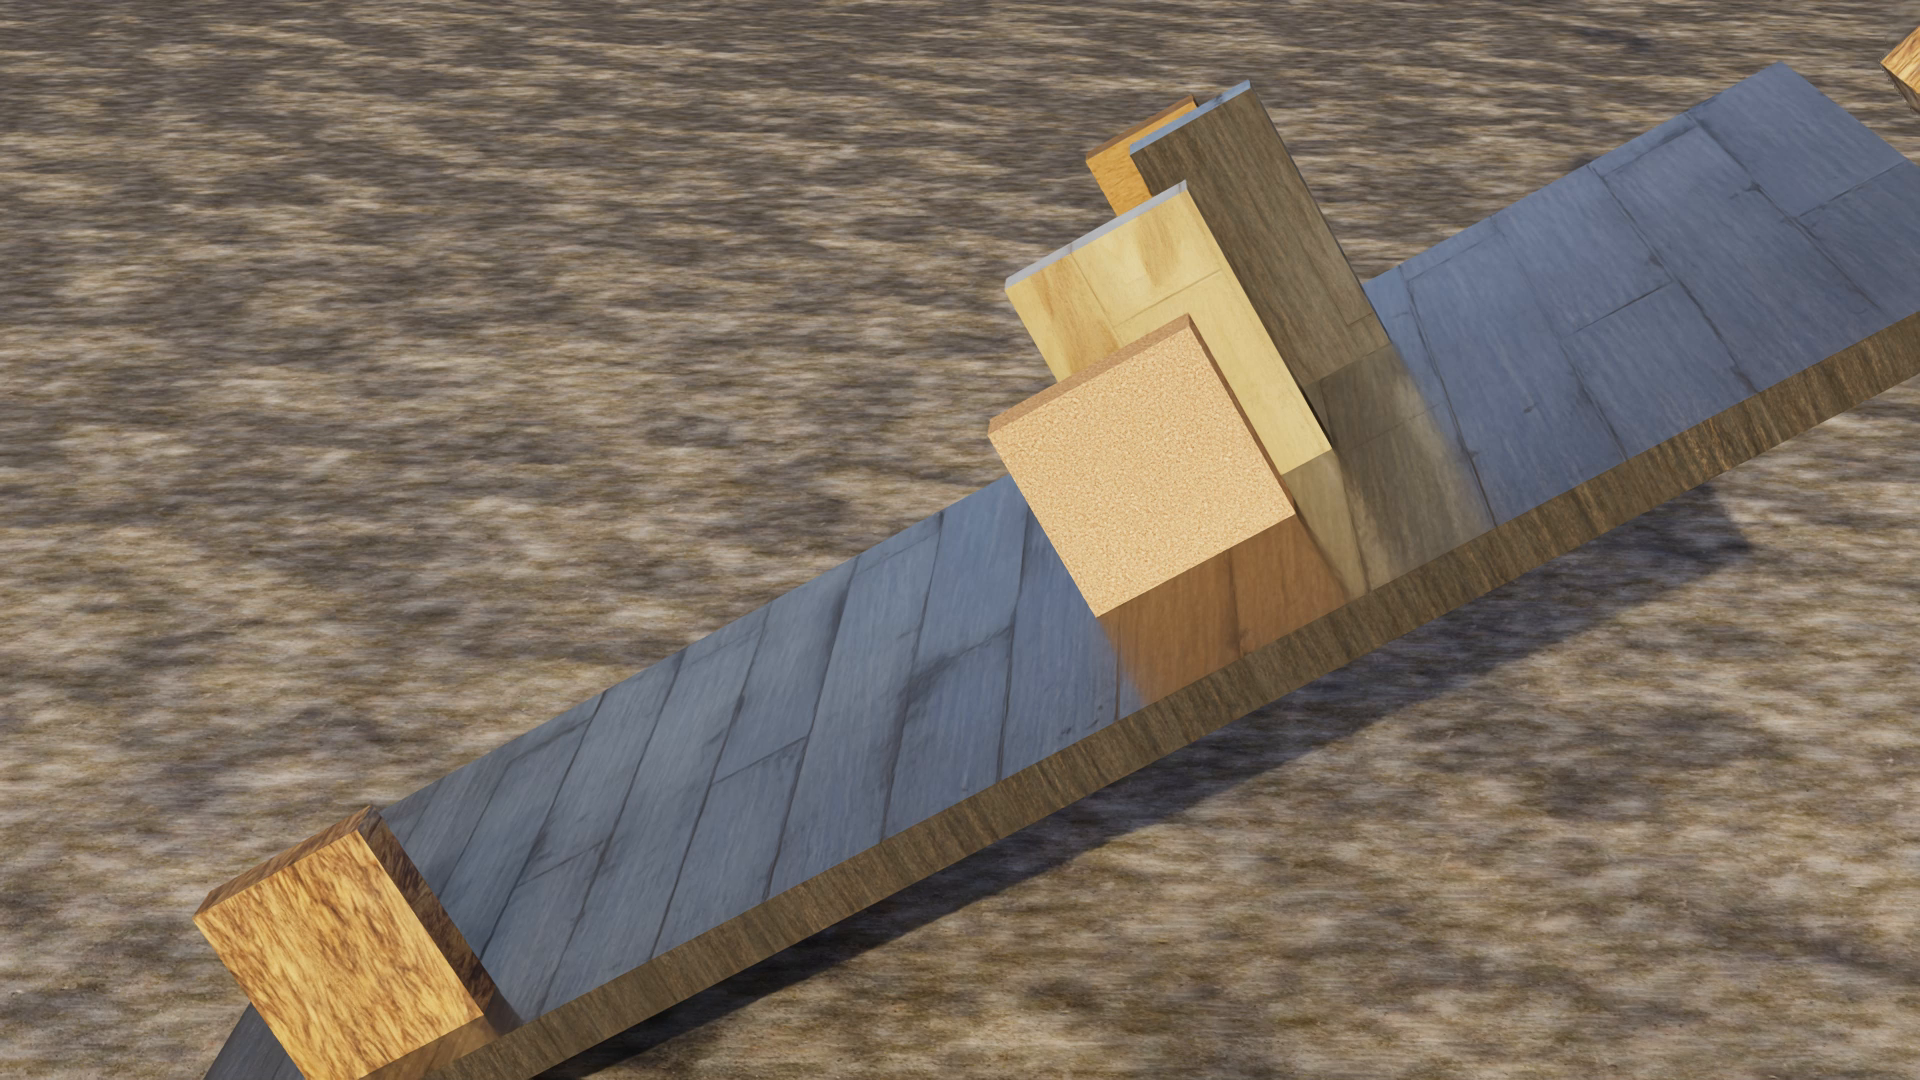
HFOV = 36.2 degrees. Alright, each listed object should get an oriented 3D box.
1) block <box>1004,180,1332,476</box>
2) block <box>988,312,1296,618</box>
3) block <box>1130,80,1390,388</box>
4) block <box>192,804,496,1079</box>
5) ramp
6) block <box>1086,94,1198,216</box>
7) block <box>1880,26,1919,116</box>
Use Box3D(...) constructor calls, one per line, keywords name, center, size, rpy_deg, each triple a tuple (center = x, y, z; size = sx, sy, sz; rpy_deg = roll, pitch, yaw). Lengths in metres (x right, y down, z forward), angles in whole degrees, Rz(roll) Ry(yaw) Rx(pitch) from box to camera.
Box3D(name="block", center=(0.428, -0.363, 6.033), size=(0.420, 0.617, 0.101), rpy_deg=(-28, 15, 12))
Box3D(name="block", center=(0.360, -0.147, 5.820), size=(0.449, 0.434, 0.114), rpy_deg=(-28, 15, 12))
Box3D(name="block", center=(0.661, -0.653, 6.479), size=(0.297, 0.645, 0.115), rpy_deg=(-28, 15, 12))
Box3D(name="block", center=(-1.202, 0.807, 5.757), size=(0.388, 0.446, 0.122), rpy_deg=(-28, 15, 12))
Box3D(name="ramp", center=(0.142, 0.168, 6.284), size=(4.000, 0.100, 2.000), rpy_deg=(-28, 15, 12))
Box3D(name="block", center=(0.566, -0.671, 6.744), size=(0.277, 0.638, 0.094), rpy_deg=(-28, 15, 12))
Box3D(name="block", center=(1.996, -0.914, 5.806), size=(0.206, 0.206, 0.206), rpy_deg=(33, 17, -48))
